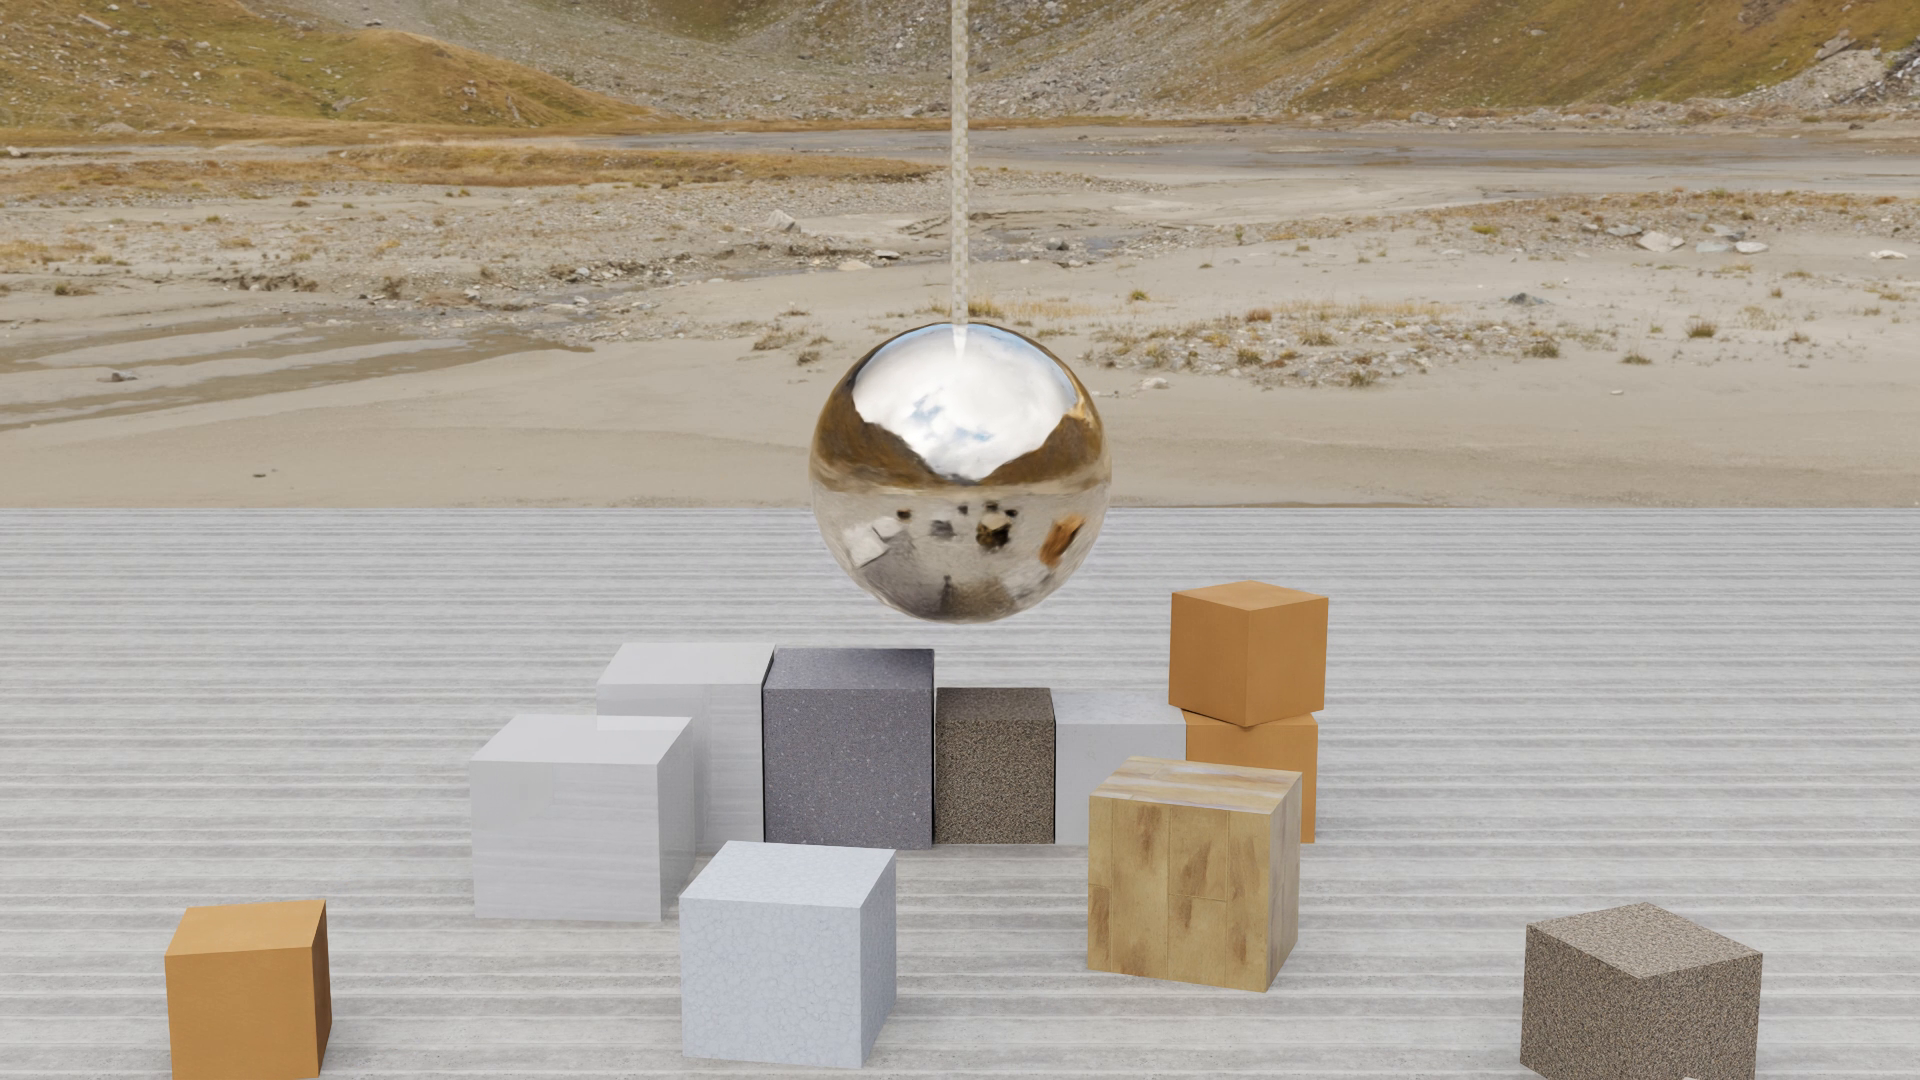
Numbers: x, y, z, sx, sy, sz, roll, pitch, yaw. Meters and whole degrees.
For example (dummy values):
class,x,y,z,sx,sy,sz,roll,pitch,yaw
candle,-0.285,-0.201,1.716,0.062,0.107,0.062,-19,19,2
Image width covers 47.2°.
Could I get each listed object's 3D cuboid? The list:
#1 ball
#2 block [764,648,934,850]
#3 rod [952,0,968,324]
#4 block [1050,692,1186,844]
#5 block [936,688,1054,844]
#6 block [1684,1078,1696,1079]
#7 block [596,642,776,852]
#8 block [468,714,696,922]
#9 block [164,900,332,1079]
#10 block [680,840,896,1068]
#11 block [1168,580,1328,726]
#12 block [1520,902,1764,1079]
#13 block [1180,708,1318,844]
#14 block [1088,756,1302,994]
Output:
class,x,y,z,sx,sy,sz,roll,pitch,yaw
ball,0.000,-0.351,11.563,1.600,1.600,1.600,0,10,0
block,-0.556,1.066,11.383,0.830,0.831,0.887,0,10,0
rod,0.000,-3.643,10.711,0.080,5.200,0.080,0,14,0
block,0.807,1.169,11.387,0.651,0.625,0.655,0,10,0
block,0.175,1.159,11.387,0.597,0.646,0.666,0,10,0
block,2.299,2.054,6.247,0.691,0.723,0.629,7,12,33
block,-1.388,1.053,11.361,0.813,0.863,0.900,0,10,0
block,-1.759,1.294,10.368,0.861,0.744,0.822,1,10,4
block,-2.741,1.744,8.509,0.527,0.523,0.534,-2,10,-10
block,-0.669,1.635,8.763,0.708,0.647,0.703,2,10,9
block,1.479,0.571,11.299,0.578,0.591,0.550,-7,13,-38
block,2.553,1.767,8.274,0.588,0.564,0.612,-5,11,-24
block,1.466,1.172,11.397,0.657,0.617,0.659,0,10,0
block,1.024,1.430,9.536,0.777,0.775,0.655,4,11,20
